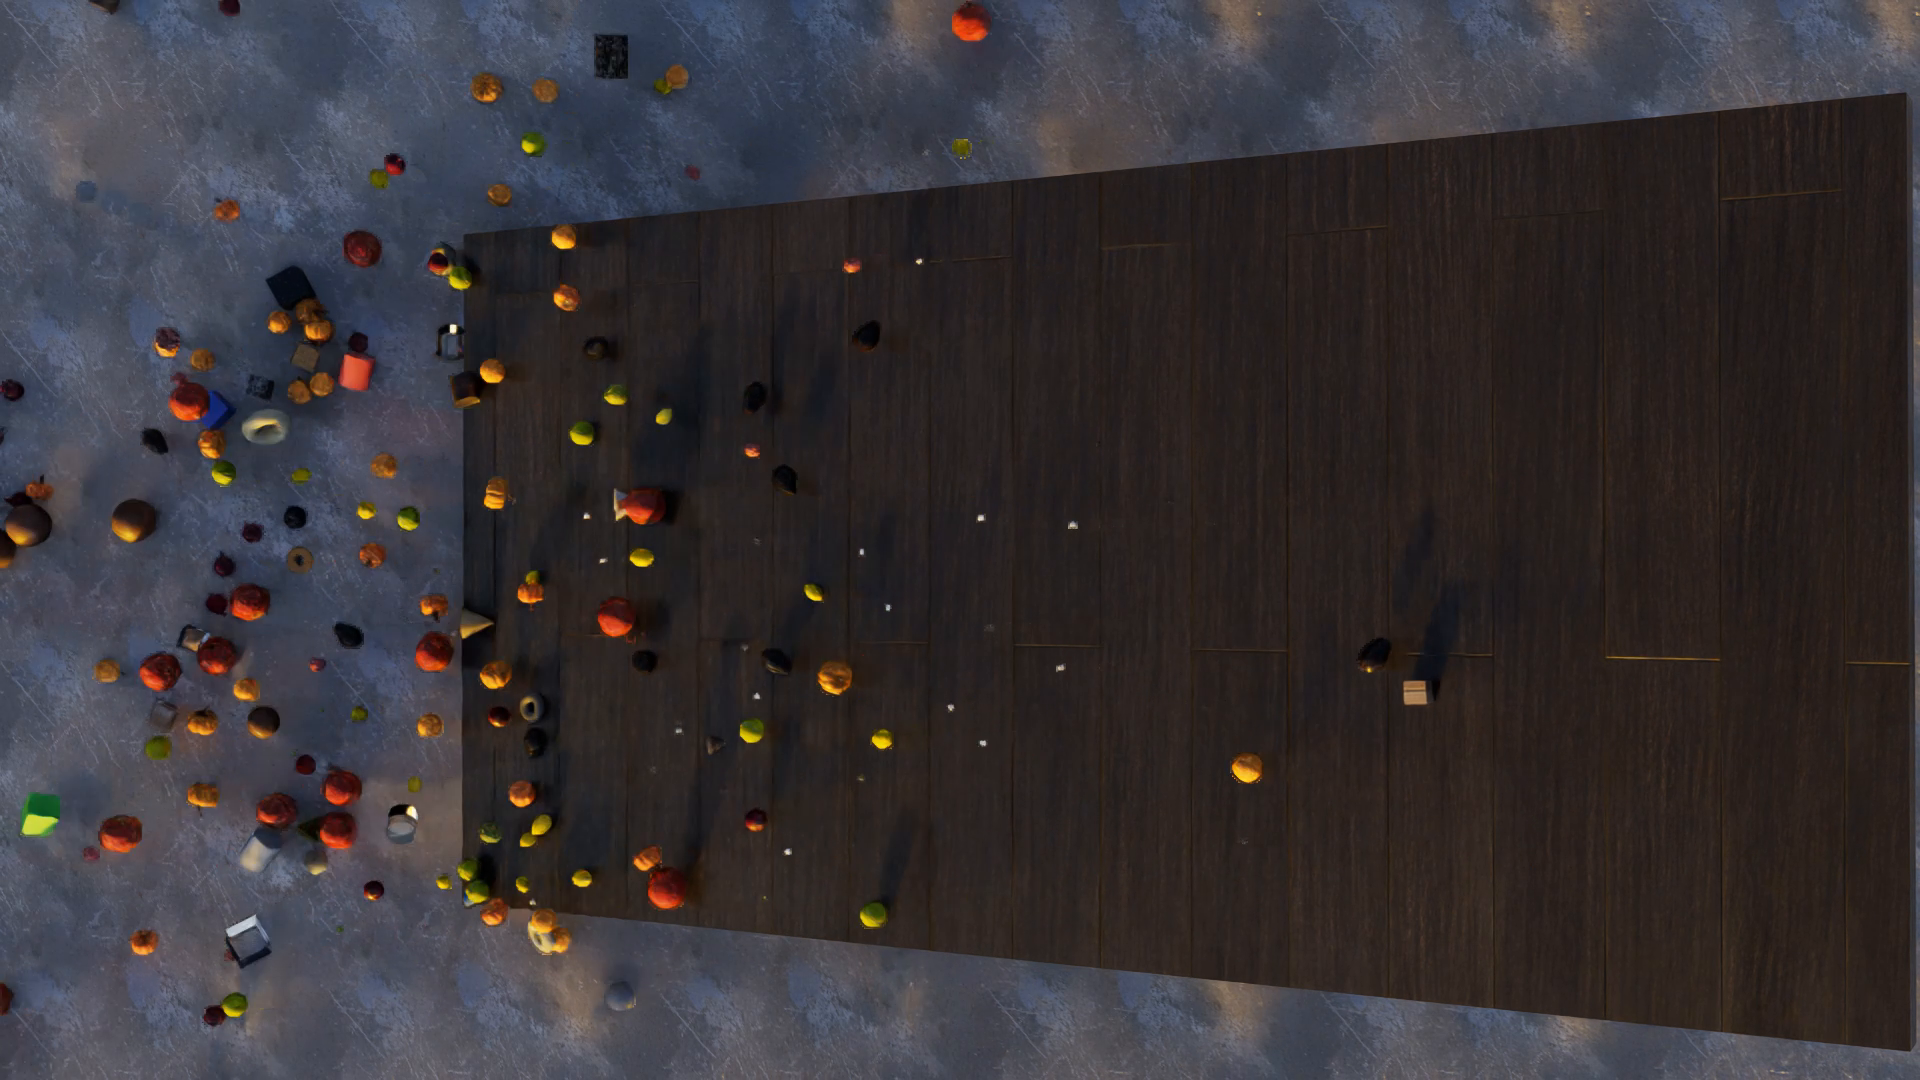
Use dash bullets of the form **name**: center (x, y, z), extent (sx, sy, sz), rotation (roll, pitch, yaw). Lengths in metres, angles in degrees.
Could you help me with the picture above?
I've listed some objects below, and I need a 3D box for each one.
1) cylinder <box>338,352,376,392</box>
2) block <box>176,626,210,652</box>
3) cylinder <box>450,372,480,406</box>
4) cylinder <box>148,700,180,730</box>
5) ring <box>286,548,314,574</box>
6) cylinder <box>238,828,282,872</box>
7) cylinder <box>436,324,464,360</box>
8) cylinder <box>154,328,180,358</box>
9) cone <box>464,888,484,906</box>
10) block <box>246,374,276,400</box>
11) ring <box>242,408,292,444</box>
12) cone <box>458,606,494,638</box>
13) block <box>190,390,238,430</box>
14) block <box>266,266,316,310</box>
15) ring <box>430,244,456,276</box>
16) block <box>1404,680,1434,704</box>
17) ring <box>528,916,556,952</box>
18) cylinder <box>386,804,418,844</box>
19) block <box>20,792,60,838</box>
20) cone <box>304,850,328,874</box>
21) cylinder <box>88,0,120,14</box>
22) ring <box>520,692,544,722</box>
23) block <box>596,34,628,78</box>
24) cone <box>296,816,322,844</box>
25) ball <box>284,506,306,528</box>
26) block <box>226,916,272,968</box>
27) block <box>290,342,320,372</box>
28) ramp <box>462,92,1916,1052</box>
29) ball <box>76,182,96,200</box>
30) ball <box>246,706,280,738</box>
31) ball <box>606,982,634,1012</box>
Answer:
- **cylinder**: center (-1.813, -0.507, 6.605), extent (0.093, 0.093, 0.093), rotation (19, 102, 0)
- **block**: center (-2.312, 0.299, 6.635), extent (0.063, 0.063, 0.063), rotation (20, 89, 0)
- **cylinder**: center (-1.468, -0.446, 6.525), extent (0.077, 0.077, 0.077), rotation (-14, 77, 0)
- **cylinder**: center (-2.400, 0.530, 6.629), extent (0.069, 0.069, 0.069), rotation (24, 90, 0)
- **ring**: center (-1.997, 0.062, 6.656), extent (0.081, 0.027, 0.081), rotation (0, 90, -1)
- **cylinder**: center (-2.100, 0.931, 6.600), extent (0.093, 0.093, 0.093), rotation (37, 104, 0)
- **cylinder**: center (-1.443, -0.559, 6.231), extent (0.076, 0.076, 0.076), rotation (10, 120, 0)
- **cylinder**: center (-2.382, -0.593, 6.610), extent (0.070, 0.070, 0.070), rotation (6, 74, -21)
- **cone**: center (-1.438, 1.061, 6.530), extent (0.054, 0.054, 0.054), rotation (-4, 89, 3)
- **block**: center (-2.114, -0.461, 6.645), extent (0.058, 0.058, 0.058), rotation (16, 89, 1)
- **ring**: center (-2.078, -0.341, 6.598), extent (0.146, 0.146, 0.049), rotation (-20, 60, 0)
- **cone**: center (-1.422, 0.245, 6.518), extent (0.096, 0.096, 0.096), rotation (3, 89, 9)
- **block**: center (-2.251, -0.392, 6.633), extent (0.082, 0.082, 0.082), rotation (45, 90, 0)
- **block**: center (-2.016, -0.760, 6.631), extent (0.093, 0.093, 0.093), rotation (-28, 90, 0)
- **ring**: center (-1.554, -0.843, 6.613), extent (0.097, 0.032, 0.097), rotation (-1, 88, 32)
- **block**: center (1.059, 0.352, 5.080), extent (0.053, 0.053, 0.053), rotation (-5, 87, 30)
- **ring**: center (-1.228, 1.155, 6.454), extent (0.038, 0.115, 0.115), rotation (-27, 89, -34)
- **cylinder**: center (-1.658, 0.845, 6.532), extent (0.085, 0.085, 0.085), rotation (-5, 123, -7)
- **block**: center (-2.752, 0.822, 6.583), extent (0.087, 0.087, 0.087), rotation (13, 127, -30)
- **cone**: center (-1.952, 0.973, 6.622), extent (0.076, 0.076, 0.076), rotation (0, 89, 0)
- **cylinder**: center (-2.580, -1.641, 6.642), extent (0.076, 0.076, 0.076), rotation (22, 85, 0)
- **ring**: center (-1.249, 0.488, 6.423), extent (0.089, 0.030, 0.089), rotation (1, 91, 34)
- **block**: center (-1.035, -1.439, 6.544), extent (0.092, 0.092, 0.092), rotation (-1, 132, -11)
- **cone**: center (-1.950, 0.861, 6.643), extent (0.080, 0.080, 0.080), rotation (34, 63, 0)
- **ball**: center (-2.006, -0.068, 6.637), extent (0.066, 0.066, 0.066), rotation (0, 89, 0)
- **block**: center (-2.126, 1.199, 6.566), extent (0.095, 0.095, 0.095), rotation (-27, 112, -11)
- **block**: center (-1.973, -0.552, 6.627), extent (0.068, 0.068, 0.068), rotation (24, 88, -21)
- **ramp**: center (0.270, 0.075, 5.627), extent (4.000, 0.100, 2.000), rotation (0, 89, 30)
- **ball**: center (-2.643, -1.053, 6.653), extent (0.055, 0.055, 0.055), rotation (0, 89, 0)
- **ball**: center (-2.097, 0.549, 6.617), extent (0.096, 0.096, 0.096), rotation (0, 89, 0)
- **ball**: center (-1.022, 1.374, 6.614), extent (0.085, 0.085, 0.085), rotation (0, 89, 0)
